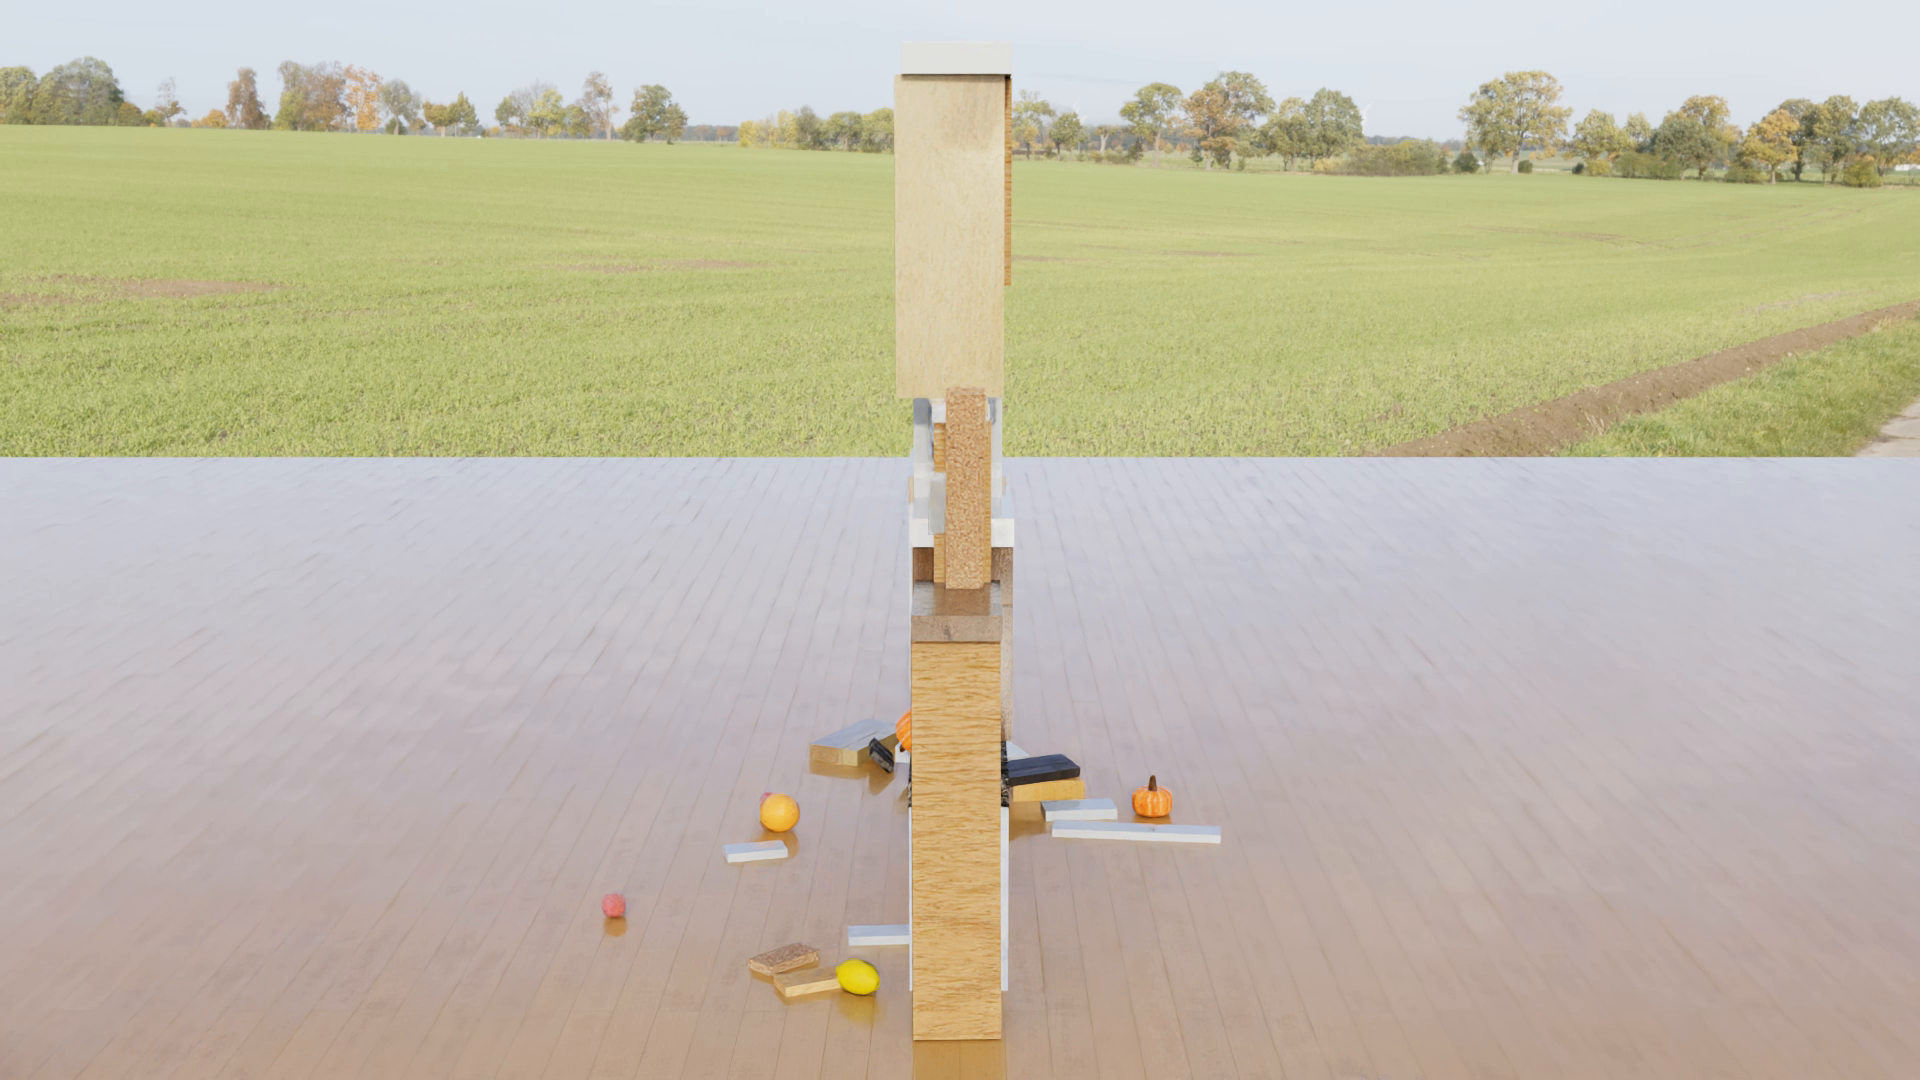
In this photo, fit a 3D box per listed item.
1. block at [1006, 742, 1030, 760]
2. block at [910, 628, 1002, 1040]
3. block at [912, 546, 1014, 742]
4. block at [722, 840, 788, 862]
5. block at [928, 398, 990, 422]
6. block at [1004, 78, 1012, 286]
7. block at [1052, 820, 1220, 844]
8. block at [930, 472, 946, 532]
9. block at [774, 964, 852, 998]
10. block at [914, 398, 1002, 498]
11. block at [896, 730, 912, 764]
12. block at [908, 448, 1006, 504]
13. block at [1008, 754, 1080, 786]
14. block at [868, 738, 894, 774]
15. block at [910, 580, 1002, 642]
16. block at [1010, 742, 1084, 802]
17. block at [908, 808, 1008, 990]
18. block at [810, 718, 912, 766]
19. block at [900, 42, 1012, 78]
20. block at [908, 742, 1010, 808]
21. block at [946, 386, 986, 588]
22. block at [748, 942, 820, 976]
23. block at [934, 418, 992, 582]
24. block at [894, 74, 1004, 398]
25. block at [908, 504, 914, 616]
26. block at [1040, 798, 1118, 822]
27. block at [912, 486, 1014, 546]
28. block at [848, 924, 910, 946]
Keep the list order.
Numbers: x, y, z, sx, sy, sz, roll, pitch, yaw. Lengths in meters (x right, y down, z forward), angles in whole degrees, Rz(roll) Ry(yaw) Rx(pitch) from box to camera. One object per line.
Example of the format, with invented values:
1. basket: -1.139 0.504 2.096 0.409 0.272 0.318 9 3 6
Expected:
1. block: 0.025 0.394 4.295 0.112 0.032 0.223 3 16 -35
2. block: -0.006 0.409 3.061 0.123 0.578 0.035 0 6 -2
3. block: 0.004 0.153 3.362 0.152 0.308 0.043 0 11 0
4. block: -0.360 0.546 3.862 0.105 0.015 0.053 -3 11 -16
5. block: -0.003 -0.193 3.183 0.082 0.023 0.164 -1 10 -3
6. block: 0.000 -0.547 3.363 0.156 0.312 0.044 0 13 -2
7. block: 0.318 0.526 3.971 0.302 0.015 0.052 1 11 7
8. block: -0.016 -0.052 3.078 0.052 0.104 0.015 0 46 -1
9. block: -0.219 0.656 3.274 0.104 0.015 0.052 -5 12 -25
10. block: -0.004 -0.216 3.458 0.139 0.295 0.039 0 11 -1
11. block: -0.048 0.401 4.389 0.112 0.032 0.223 2 11 12
12. block: -0.006 -0.111 3.736 0.159 0.045 0.319 0 11 0
13. block: 0.115 0.440 4.165 0.227 0.019 0.067 -4 22 -31
14. block: -0.157 0.431 4.399 0.052 0.015 0.104 43 6 -10
15. block: -0.004 0.097 3.064 0.123 0.035 0.246 0 10 0
16. block: 0.158 0.452 4.308 0.136 0.039 0.272 -1 11 -4
17. block: -0.002 0.520 3.249 0.145 0.291 0.041 0 11 0
18. block: -0.202 0.415 4.525 0.112 0.032 0.223 6 12 28
19. block: -0.003 -0.702 3.220 0.156 0.044 0.312 0 11 1
20. block: -0.002 0.339 3.314 0.145 0.041 0.291 0 11 0
21. block: 0.006 -0.066 2.996 0.052 0.362 0.015 0 44 -1
22. block: -0.269 0.640 3.361 0.050 0.014 0.100 10 15 44
23. block: 0.004 -0.057 3.155 0.082 0.235 0.023 0 10 0
24. block: -0.016 -0.436 3.170 0.156 0.459 0.044 -1 10 -3
25. block: -0.004 0.087 3.665 0.159 0.319 0.045 0 11 0
26. block: 0.221 0.502 4.093 0.133 0.019 0.067 -1 11 -6
27. block: 0.004 -0.039 3.429 0.152 0.043 0.304 0 11 0
28. block: -0.126 0.622 3.460 0.100 0.014 0.050 -1 11 -5
